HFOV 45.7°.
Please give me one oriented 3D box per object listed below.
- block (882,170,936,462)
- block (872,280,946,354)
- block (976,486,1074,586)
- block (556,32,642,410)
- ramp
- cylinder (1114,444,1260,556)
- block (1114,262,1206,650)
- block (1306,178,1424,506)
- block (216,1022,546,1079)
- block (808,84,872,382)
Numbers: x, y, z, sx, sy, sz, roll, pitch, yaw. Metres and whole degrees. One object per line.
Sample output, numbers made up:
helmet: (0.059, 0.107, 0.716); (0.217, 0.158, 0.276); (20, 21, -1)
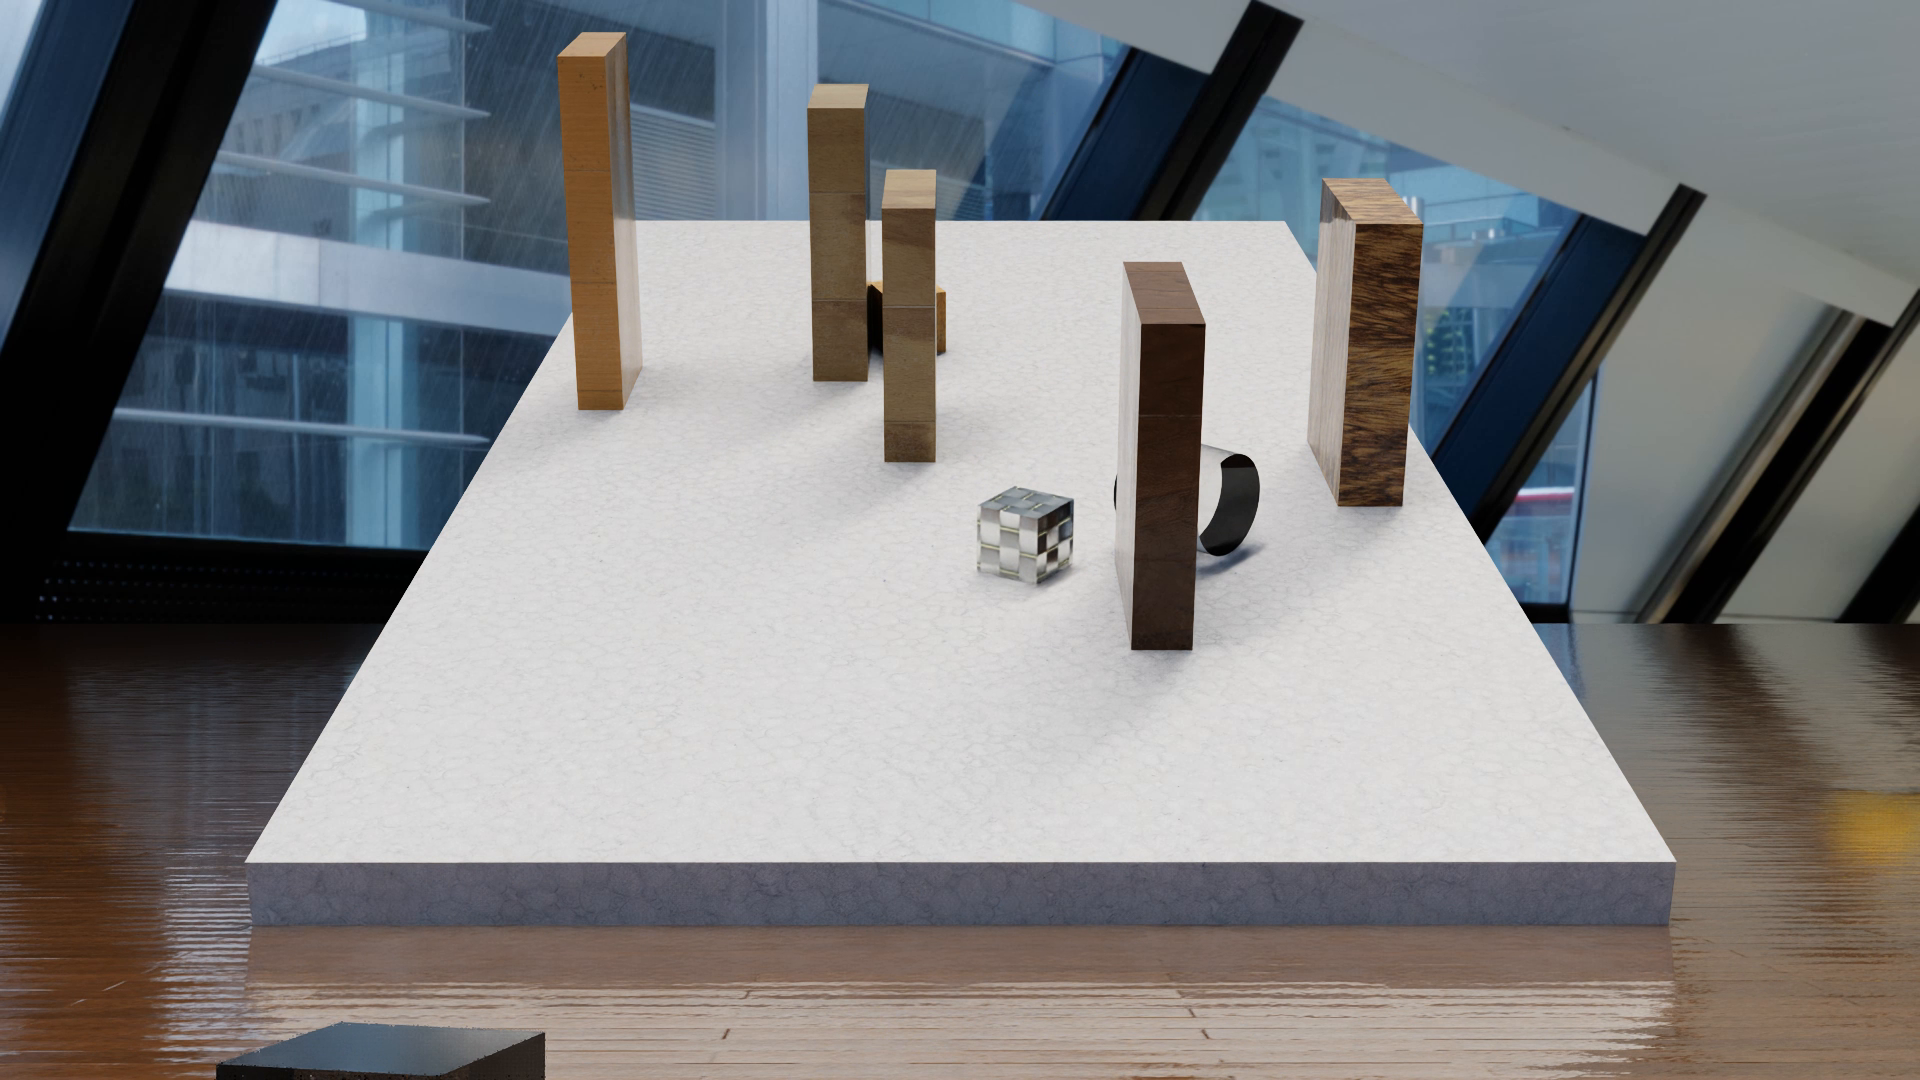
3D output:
block: (-0.106, -0.486, 4.883); (0.108, 0.542, 0.387); (0, 21, 0)
block: (-0.129, -0.549, 5.600); (0.151, 0.151, 0.151); (-6, 22, -17)
block: (0.121, -0.009, 4.208); (0.130, 0.130, 0.130); (13, 24, 31)
block: (-0.810, -0.724, 5.159); (0.102, 0.789, 0.350); (0, 21, 0)
ramp: (-0.006, -0.213, 5.069); (2.000, 0.100, 4.000); (0, 21, 0)
cylinder: (0.431, -0.089, 4.325); (0.198, 0.198, 0.198); (18, 10, 39)
block: (0.343, -0.154, 3.967); (0.105, 0.573, 0.417); (0, 21, 0)
block: (0.818, -0.410, 4.643); (0.129, 0.573, 0.423); (0, 21, 0)
block: (-0.374, 0.408, 1.484); (0.153, 0.153, 0.153); (0, -2, 14)
block: (-0.281, -0.729, 5.385); (0.128, 0.640, 0.327); (0, 21, 0)
